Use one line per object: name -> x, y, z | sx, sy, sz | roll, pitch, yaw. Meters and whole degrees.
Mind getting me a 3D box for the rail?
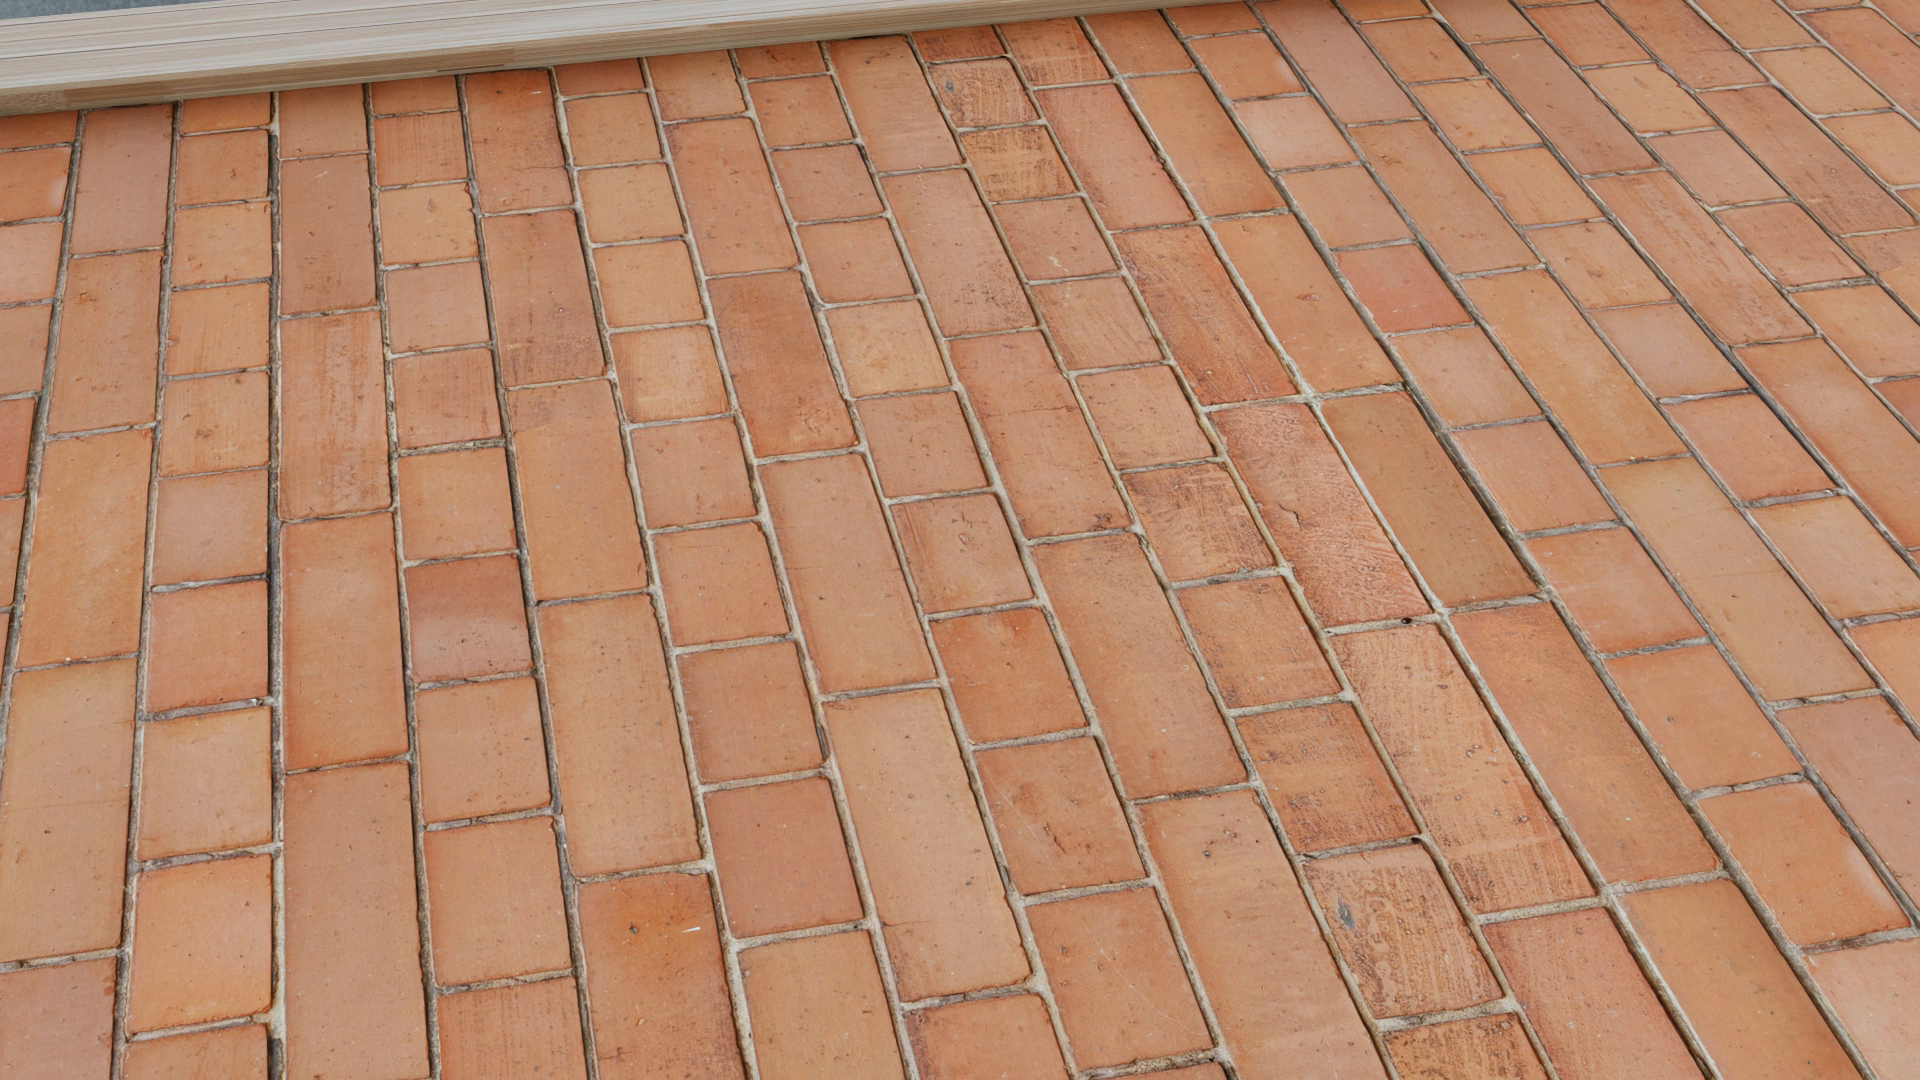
rail -> 0.580, -0.543, 2.297 | 3.036, 0.083, 0.045 | -7, 37, -10
